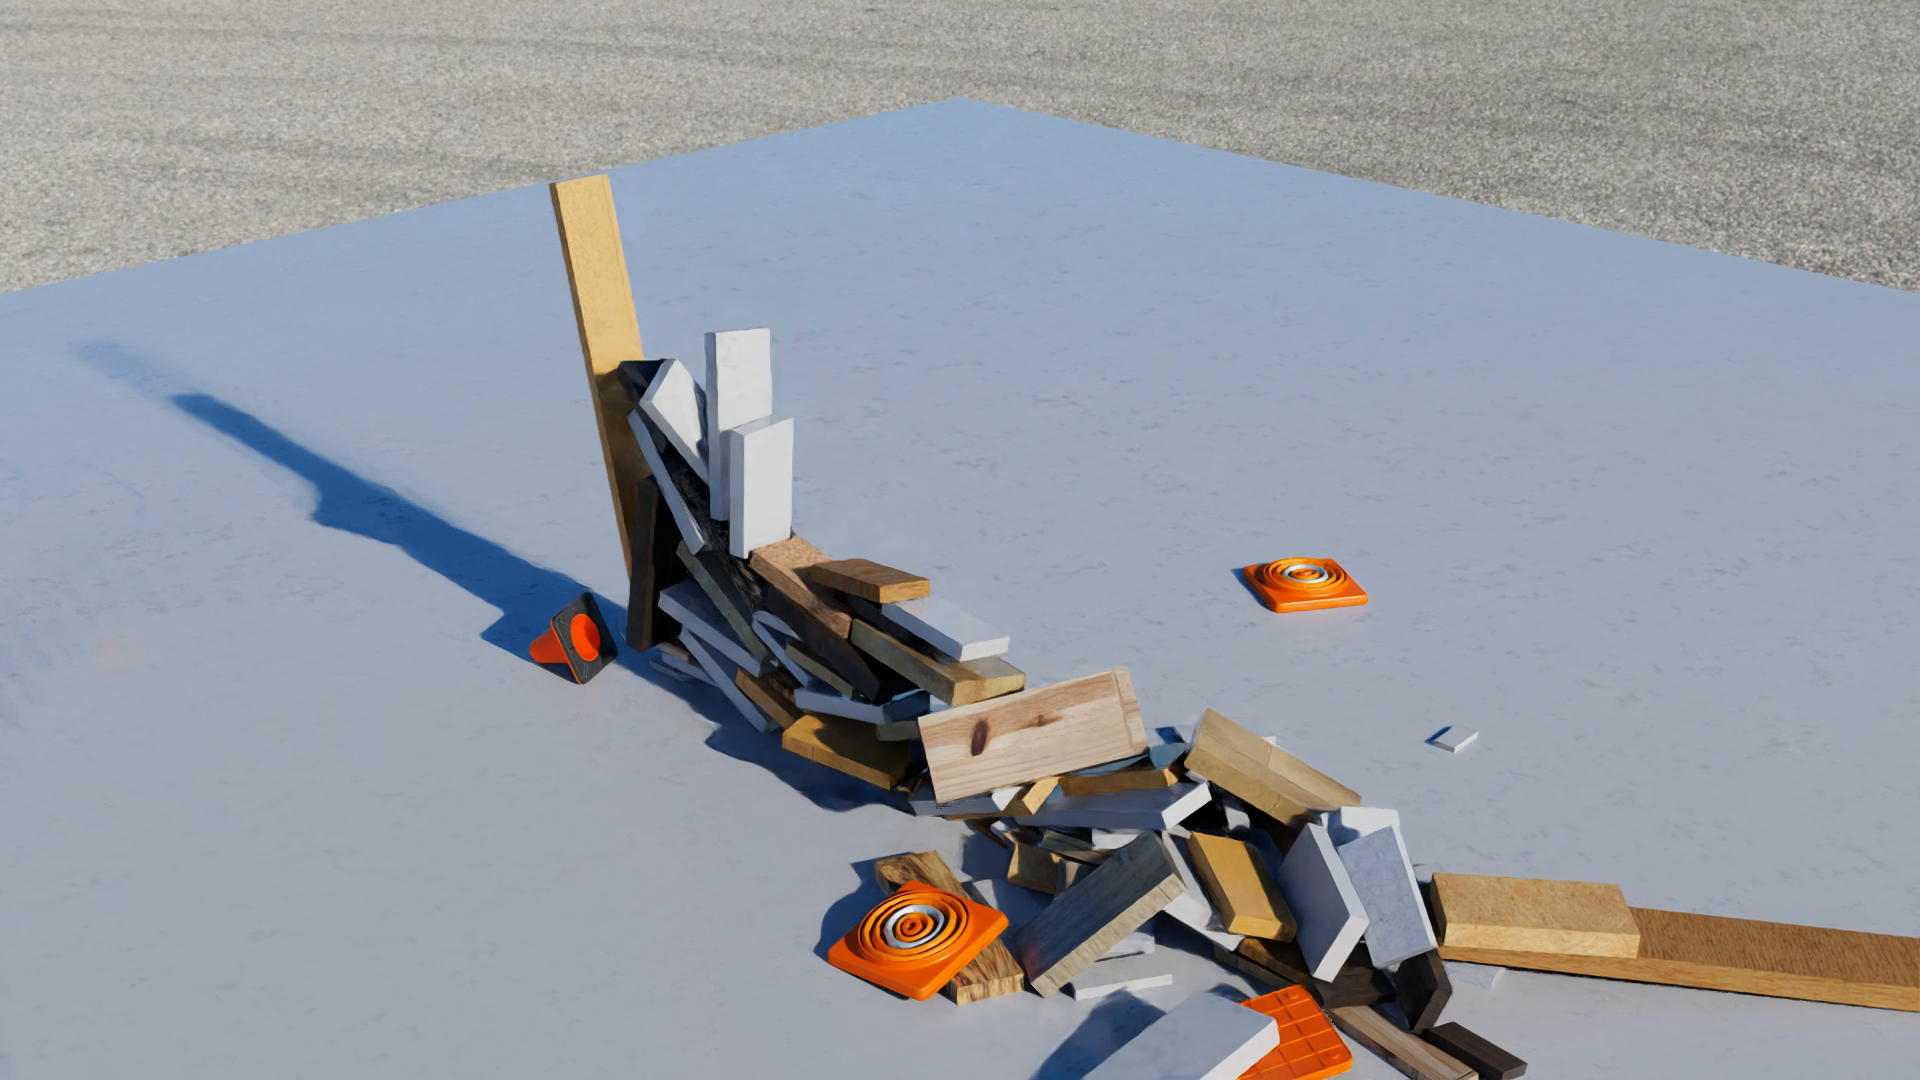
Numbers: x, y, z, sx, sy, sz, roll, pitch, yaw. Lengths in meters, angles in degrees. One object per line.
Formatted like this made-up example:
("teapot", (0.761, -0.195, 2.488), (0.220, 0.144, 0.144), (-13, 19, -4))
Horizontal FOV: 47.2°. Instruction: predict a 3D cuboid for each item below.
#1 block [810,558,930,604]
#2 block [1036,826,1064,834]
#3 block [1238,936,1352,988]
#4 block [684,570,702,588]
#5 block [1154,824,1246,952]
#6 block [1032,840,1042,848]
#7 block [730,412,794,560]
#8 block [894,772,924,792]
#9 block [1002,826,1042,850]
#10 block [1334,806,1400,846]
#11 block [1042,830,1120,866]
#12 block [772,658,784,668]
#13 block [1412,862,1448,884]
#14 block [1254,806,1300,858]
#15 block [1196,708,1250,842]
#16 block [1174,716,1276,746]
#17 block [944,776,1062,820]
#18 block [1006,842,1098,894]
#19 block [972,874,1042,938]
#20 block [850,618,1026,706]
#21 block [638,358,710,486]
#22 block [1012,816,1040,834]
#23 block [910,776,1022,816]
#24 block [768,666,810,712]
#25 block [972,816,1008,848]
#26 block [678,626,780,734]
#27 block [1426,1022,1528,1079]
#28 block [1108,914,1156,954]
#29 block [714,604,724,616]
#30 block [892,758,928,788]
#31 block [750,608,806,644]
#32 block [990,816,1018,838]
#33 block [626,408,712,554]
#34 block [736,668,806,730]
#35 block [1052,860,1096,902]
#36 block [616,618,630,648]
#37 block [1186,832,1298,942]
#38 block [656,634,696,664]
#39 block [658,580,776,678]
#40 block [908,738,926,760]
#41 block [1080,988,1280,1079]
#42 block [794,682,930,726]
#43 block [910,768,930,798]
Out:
("block", (-0.183, 0.081, 4.434), (0.122, 0.035, 0.244), (-7, 14, -37))
("block", (0.165, 0.556, 4.383), (0.060, 0.017, 0.120), (26, 12, -32))
("block", (0.593, 0.739, 3.885), (0.178, 0.025, 0.089), (25, 32, 23))
("block", (-0.555, 0.093, 4.886), (0.105, 0.015, 0.053), (32, 30, 16))
("block", (0.428, 0.621, 4.024), (0.159, 0.045, 0.318), (31, 15, -9))
("block", (0.183, 0.625, 4.227), (0.120, 0.017, 0.060), (25, 35, 20))
("block", (-0.412, -0.113, 4.566), (0.040, 0.281, 0.140), (23, 32, 34))
("block", (-0.113, 0.493, 4.527), (0.050, 0.014, 0.101), (-40, 26, -29))
("block", (0.144, 0.604, 4.281), (0.060, 0.017, 0.120), (-19, 43, -37))
("block", (0.742, 0.594, 3.961), (0.112, 0.032, 0.223), (6, 63, -13))
("block", (0.294, 0.605, 4.190), (0.252, 0.036, 0.126), (12, -4, 37))
("block", (-0.414, 0.192, 4.770), (0.090, 0.026, 0.181), (-21, 59, -40))
("block", (0.907, 0.663, 4.173), (0.072, 0.021, 0.145), (-7, 24, -15))
("block", (0.689, 0.575, 4.165), (0.167, 0.047, 0.335), (8, 19, -13))
("block", (0.510, 0.474, 4.247), (0.039, 0.136, 0.273), (-11, 45, 0))
("block", (0.568, 0.423, 4.729), (0.195, 0.028, 0.098), (-6, 24, -13))
("block", (0.085, 0.490, 4.359), (0.267, 0.038, 0.134), (-13, 29, 51))
("block", (0.188, 0.634, 4.173), (0.186, 0.026, 0.093), (14, 32, 5))
("block", (0.093, 0.684, 4.120), (0.082, 0.023, 0.164), (-9, 25, -21))
("block", (-0.046, 0.233, 4.363), (0.175, 0.050, 0.351), (-4, 21, -37))
("block", (-0.560, -0.245, 4.602), (0.036, 0.254, 0.127), (-6, 45, 36))
("block", (0.114, 0.551, 4.403), (0.052, 0.015, 0.104), (37, -6, -41))
("block", (0.026, 0.482, 4.360), (0.267, 0.038, 0.134), (-12, 29, 51))
("block", (-0.246, 0.370, 4.622), (0.090, 0.026, 0.414), (-27, 43, -30))
("block", (0.078, 0.578, 4.379), (0.052, 0.015, 0.104), (-16, 28, -33))
("block", (-0.467, 0.283, 4.858), (0.153, 0.043, 0.305), (-23, 60, -41))
("block", (0.864, 0.858, 3.683), (0.076, 0.021, 0.151), (-2, 20, -45))
("block", (0.265, 0.717, 4.038), (0.186, 0.026, 0.093), (3, 23, 7))
("block", (-0.510, 0.087, 4.856), (0.090, 0.026, 0.181), (1, 52, -29))
("block", (-0.104, 0.474, 4.466), (0.050, 0.014, 0.101), (-22, -12, -32))
("block", (-0.328, 0.171, 4.626), (0.206, 0.029, 0.103), (24, 30, 32))
("block", (0.116, 0.584, 4.331), (0.104, 0.015, 0.052), (34, 41, 32))
("block", (-0.573, -0.143, 4.760), (0.170, 0.339, 0.048), (-15, -17, -43))
("block", (-0.328, 0.355, 4.742), (0.153, 0.043, 0.305), (-21, 48, -41))
("block", (0.271, 0.657, 4.112), (0.186, 0.026, 0.093), (12, 33, 1))
("block", (-0.775, 0.215, 5.221), (0.059, 0.017, 0.117), (-18, 27, -15))
("block", (0.505, 0.622, 3.957), (0.127, 0.036, 0.254), (14, 23, -20))
("block", (-0.640, 0.226, 5.020), (0.097, 0.027, 0.193), (-21, 29, -38))
("block", (-0.501, 0.182, 4.842), (0.305, 0.043, 0.153), (33, 35, 25))
("block", (0.034, 0.403, 4.345), (0.267, 0.038, 0.134), (-5, -4, -1))
("block", (0.345, 0.861, 3.583), (0.339, 0.048, 0.170), (-28, 26, -35))
("block", (-0.202, 0.326, 4.511), (0.264, 0.037, 0.132), (7, 16, 44))
("block", (-0.074, 0.490, 4.477), (0.014, 0.101, 0.050), (35, 60, 3))
